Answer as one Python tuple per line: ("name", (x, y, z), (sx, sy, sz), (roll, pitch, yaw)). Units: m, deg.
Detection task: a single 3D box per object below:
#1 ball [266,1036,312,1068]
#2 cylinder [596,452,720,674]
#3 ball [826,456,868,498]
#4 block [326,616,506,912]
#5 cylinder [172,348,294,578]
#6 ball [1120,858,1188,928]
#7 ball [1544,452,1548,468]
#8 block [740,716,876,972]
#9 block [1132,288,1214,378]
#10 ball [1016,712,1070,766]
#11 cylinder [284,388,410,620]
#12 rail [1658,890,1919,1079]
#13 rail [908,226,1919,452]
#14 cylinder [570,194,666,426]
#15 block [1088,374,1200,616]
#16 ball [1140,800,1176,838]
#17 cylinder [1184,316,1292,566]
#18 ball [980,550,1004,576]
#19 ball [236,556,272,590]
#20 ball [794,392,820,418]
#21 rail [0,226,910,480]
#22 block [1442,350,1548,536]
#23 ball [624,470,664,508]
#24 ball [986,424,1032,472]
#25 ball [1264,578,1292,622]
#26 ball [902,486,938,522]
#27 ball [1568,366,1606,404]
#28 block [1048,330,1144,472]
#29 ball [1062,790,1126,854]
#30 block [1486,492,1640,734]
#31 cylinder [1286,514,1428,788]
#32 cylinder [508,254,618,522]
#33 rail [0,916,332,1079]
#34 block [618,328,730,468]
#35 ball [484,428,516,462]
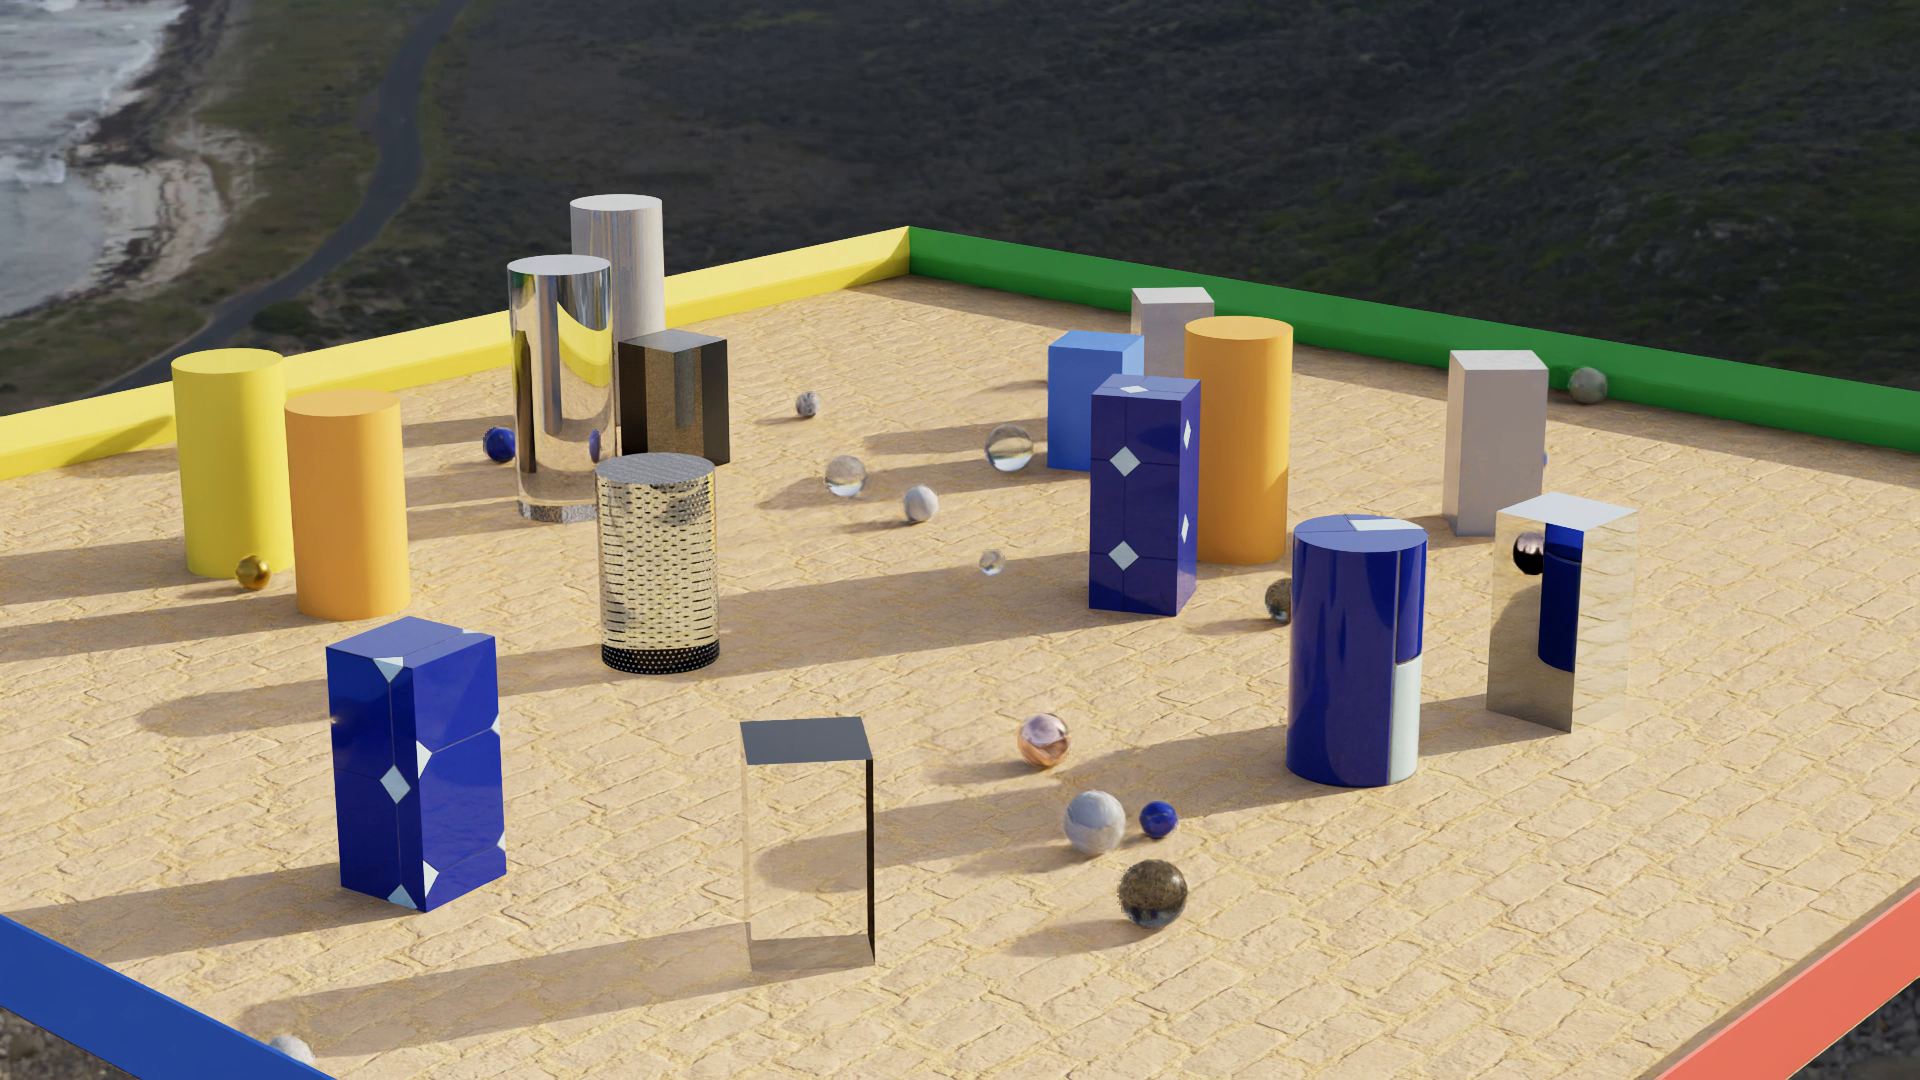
("ball", (-0.772, 0.598, 3.359), (0.060, 0.060, 0.060), (0, 17, 0))
("cylinder", (-0.492, 0.037, 4.772), (0.193, 0.319, 0.193), (0, 17, 0))
("ball", (-0.222, -0.124, 5.714), (0.082, 0.082, 0.082), (0, 17, 0))
("block", (-0.719, 0.294, 3.884), (0.155, 0.338, 0.155), (11, 20, 32))
("cylinder", (-1.300, -0.139, 5.255), (0.193, 0.375, 0.193), (0, 17, 0))
("ball", (0.250, 0.456, 3.780), (0.089, 0.089, 0.089), (0, 17, 0))
("ball", (1.154, -0.161, 5.889), (0.053, 0.053, 0.053), (0, 17, 0))
("block", (-0.193, 0.382, 3.701), (0.155, 0.276, 0.155), (-2, 17, -7))
("block", (0.454, -0.394, 6.291), (0.155, 0.267, 0.155), (-1, 17, -4))
("ball", (0.123, 0.294, 4.332), (0.080, 0.080, 0.080), (0, 17, 0))
("cylinder", (-1.049, -0.062, 5.031), (0.193, 0.359, 0.193), (0, 17, 0))
("rail", (1.434, 0.391, 3.928), (0.045, 0.126, 4.015), (14, 22, 39))
("rail", (1.301, -0.401, 6.554), (3.847, 0.126, 0.045), (14, 22, 39))
("cylinder", (-0.728, -0.493, 6.274), (0.193, 0.464, 0.193), (0, 17, 0))
("block", (0.318, -0.079, 5.048), (0.155, 0.380, 0.155), (5, 17, 16))
("ball", (0.275, 0.388, 4.071), (0.052, 0.052, 0.052), (0, 17, 0))
("cylinder", (0.501, -0.182, 5.328), (0.193, 0.417, 0.193), (0, 17, 0))
("ball", (0.057, 0.041, 5.234), (0.043, 0.043, 0.043), (0, 17, 0))
("ball", (-1.241, 0.058, 5.151), (0.060, 0.060, 0.060), (0, 17, 0))
("ball", (-0.328, -0.290, 6.309), (0.055, 0.055, 0.055), (0, 17, 0))
("rail", (-1.434, -0.328, 6.313), (0.045, 0.126, 4.015), (14, 22, 39))
("block", (1.001, -0.182, 5.493), (0.155, 0.320, 0.155), (0, 17, -1))
("ball", (-0.607, -0.098, 5.637), (0.076, 0.076, 0.076), (0, 17, 0))
("ball", (0.099, -0.185, 5.893), (0.095, 0.095, 0.095), (0, 17, 0))
("ball", (0.555, 0.102, 4.977), (0.075, 0.075, 0.075), (0, 17, 0))
("ball", (-0.075, -0.068, 5.554), (0.068, 0.068, 0.068), (0, 17, 0))
("ball", (1.375, -0.339, 6.424), (0.083, 0.083, 0.083), (0, 17, 0))
("block", (0.275, -0.280, 5.937), (0.155, 0.253, 0.155), (6, 18, 19))
("ball", (0.184, 0.386, 4.016), (0.087, 0.087, 0.087), (0, 17, 0))
("block", (0.929, 0.109, 4.526), (0.155, 0.322, 0.155), (15, 23, 41))
("cylinder", (0.580, 0.161, 4.292), (0.193, 0.358, 0.193), (0, 17, 0))
("cylinder", (-0.753, -0.288, 5.575), (0.193, 0.477, 0.193), (0, 17, 0))
("rail", (-1.301, 0.464, 3.686), (3.847, 0.126, 0.045), (14, 22, 39))
("block", (-0.576, -0.277, 5.918), (0.155, 0.258, 0.155), (13, 21, 37))
("ball", (-0.930, -0.193, 5.961), (0.071, 0.071, 0.071), (0, 17, 0))
